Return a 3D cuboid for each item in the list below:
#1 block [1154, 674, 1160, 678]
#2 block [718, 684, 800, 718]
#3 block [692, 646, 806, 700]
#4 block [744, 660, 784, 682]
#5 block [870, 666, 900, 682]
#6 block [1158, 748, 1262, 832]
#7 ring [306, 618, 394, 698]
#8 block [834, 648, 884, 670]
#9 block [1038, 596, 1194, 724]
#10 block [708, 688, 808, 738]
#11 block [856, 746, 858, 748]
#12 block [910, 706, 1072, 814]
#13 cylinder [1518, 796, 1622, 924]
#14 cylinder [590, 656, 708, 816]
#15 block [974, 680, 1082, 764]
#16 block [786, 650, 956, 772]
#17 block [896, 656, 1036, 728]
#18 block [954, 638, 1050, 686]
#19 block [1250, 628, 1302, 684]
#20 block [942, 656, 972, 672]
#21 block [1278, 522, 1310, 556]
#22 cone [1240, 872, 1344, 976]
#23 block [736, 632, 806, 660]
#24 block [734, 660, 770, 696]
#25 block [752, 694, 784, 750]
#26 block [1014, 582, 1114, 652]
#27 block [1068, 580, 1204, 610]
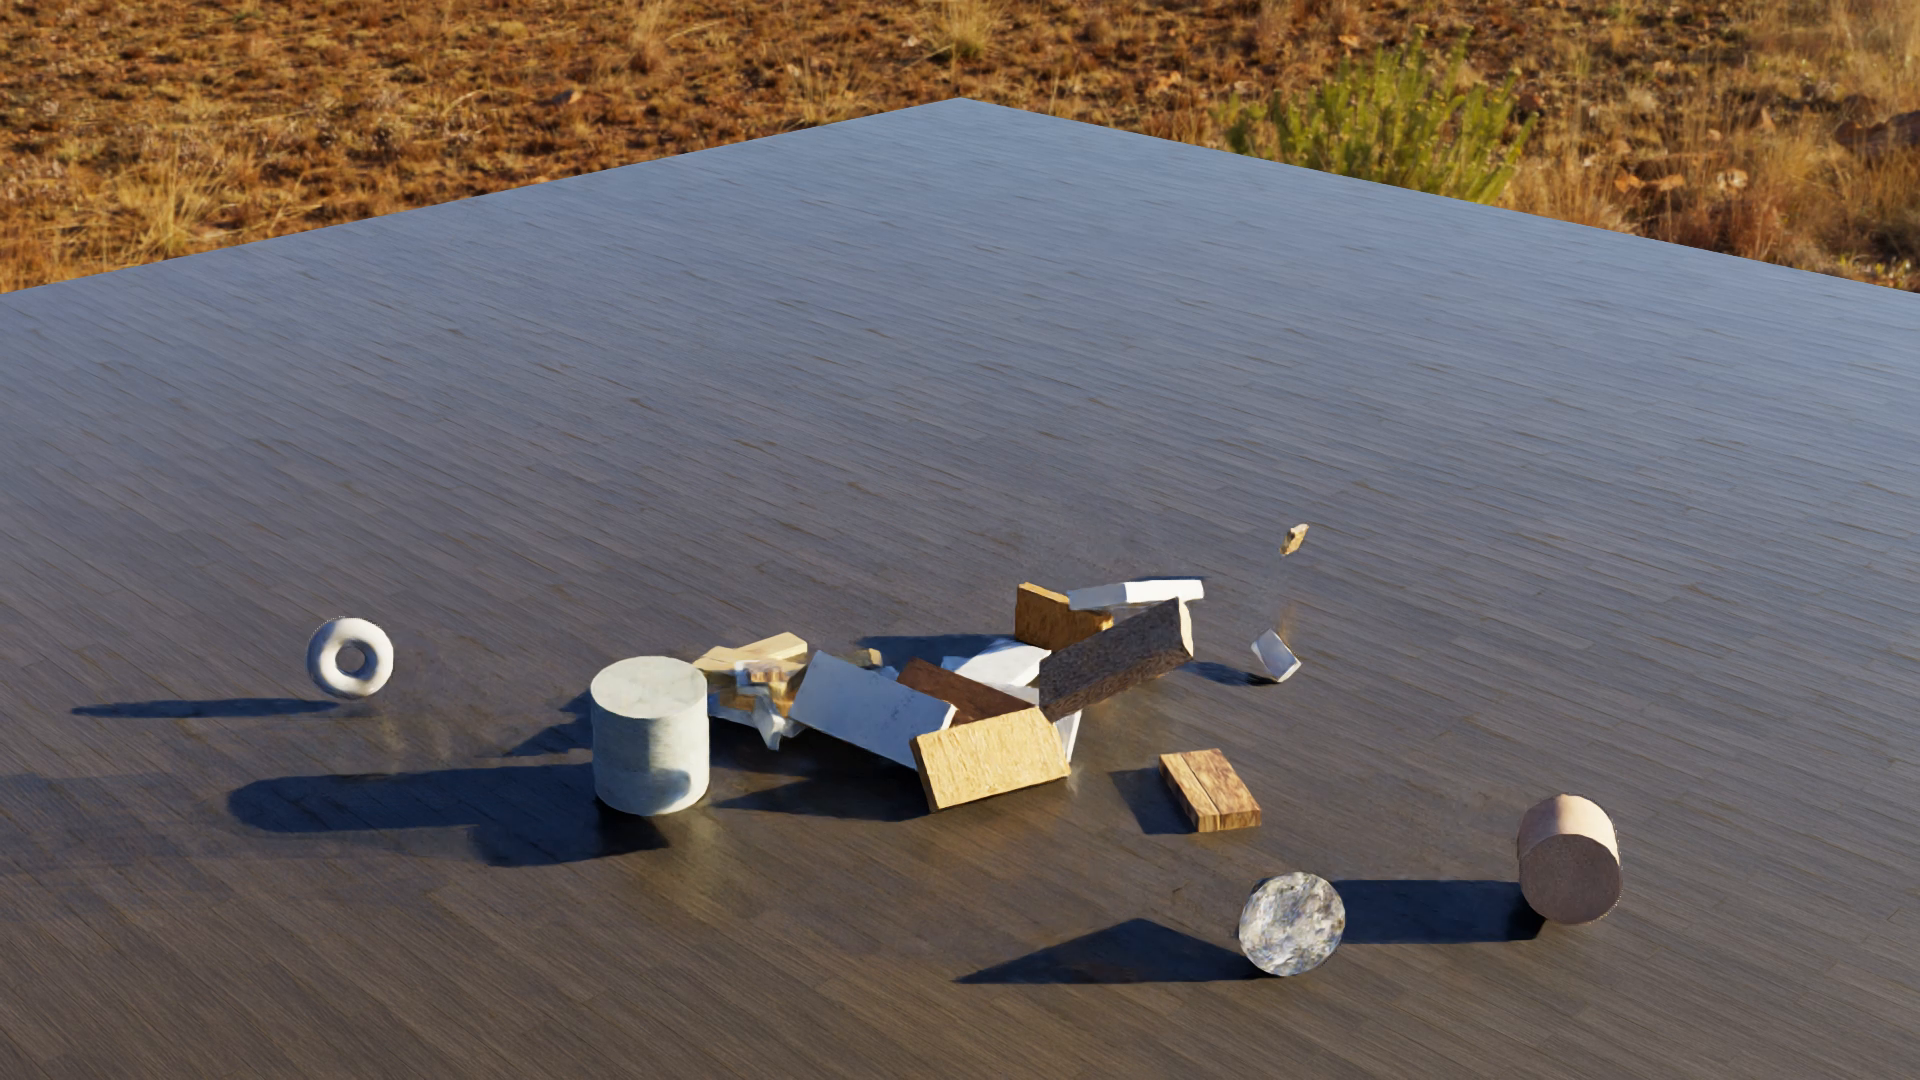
[{"bbox_3d":[0.439,0.280,5.077,0.063,0.018,0.127,5,24,12],"label":"block"},{"bbox_3d":[-0.399,0.343,4.827,0.231,0.033,0.116,8,24,19],"label":"block"},{"bbox_3d":[-0.469,0.293,4.861,0.231,0.033,0.116,11,25,23],"label":"block"},{"bbox_3d":[-0.421,0.282,4.714,0.070,0.020,0.139,-3,8,-12],"label":"block"},{"bbox_3d":[-0.157,0.356,4.878,0.123,0.035,0.247,-10,25,-23],"label":"block"},{"bbox_3d":[0.510,0.512,4.507,0.131,0.037,0.261,-5,24,-12],"label":"block"},{"bbox_3d":[-1.346,0.263,4.856,0.187,0.187,0.062,-5,17,-12],"label":"ring"},{"bbox_3d":[-0.246,0.274,4.898,0.123,0.035,0.247,-13,-4,2],"label":"block"},{"bbox_3d":[0.301,0.233,4.288,0.315,0.045,0.158,-26,28,18],"label":"block"},{"bbox_3d":[-0.435,0.371,4.844,0.231,0.033,0.116,12,26,27],"label":"block"},{"bbox_3d":[-0.226,0.380,4.730,0.076,0.022,0.152,-2,47,-44],"label":"block"},{"bbox_3d":[0.063,0.448,4.518,0.309,0.154,0.044,-12,-14,-25],"label":"block"},{"bbox_3d":[1.133,0.594,4.097,0.180,0.180,0.180,5,17,11],"label":"cylinder"},{"bbox_3d":[-0.632,0.398,4.492,0.234,0.234,0.234,2,28,-1],"label":"cylinder"},{"bbox_3d":[0.084,0.385,4.705,0.331,0.045,0.158,6,52,14],"label":"block"},{"bbox_3d":[-0.188,0.364,4.644,0.326,0.154,0.044,21,-11,19],"label":"block"},{"bbox_3d":[-0.006,0.369,4.676,0.309,0.044,0.154,20,57,23],"label":"block"},{"bbox_3d":[0.081,0.299,4.912,0.131,0.037,0.261,14,28,28],"label":"block"},{"bbox_3d":[0.721,0.264,5.029,0.063,0.018,0.127,-43,44,8],"label":"block"},{"bbox_3d":[0.018,0.333,4.931,0.123,0.035,0.247,1,23,2],"label":"block"},{"bbox_3d":[0.829,-0.002,5.461,0.018,0.063,0.127,31,19,17],"label":"block"},{"bbox_3d":[0.570,0.656,3.991,0.197,0.197,0.197,-4,15,-10],"label":"cone"},{"bbox_3d":[-0.441,0.257,5.128,0.152,0.022,0.076,-17,29,-35],"label":"block"},{"bbox_3d":[-0.451,0.298,4.772,0.070,0.020,0.140,-3,20,-7],"label":"block"},{"bbox_3d":[-0.410,0.383,4.701,0.020,0.070,0.140,3,26,-23],"label":"block"},{"bbox_3d":[0.240,0.200,5.120,0.261,0.130,0.037,20,26,39],"label":"block"},{"bbox_3d":[0.404,0.126,5.032,0.157,0.045,0.315,-10,-6,38],"label":"block"}]
